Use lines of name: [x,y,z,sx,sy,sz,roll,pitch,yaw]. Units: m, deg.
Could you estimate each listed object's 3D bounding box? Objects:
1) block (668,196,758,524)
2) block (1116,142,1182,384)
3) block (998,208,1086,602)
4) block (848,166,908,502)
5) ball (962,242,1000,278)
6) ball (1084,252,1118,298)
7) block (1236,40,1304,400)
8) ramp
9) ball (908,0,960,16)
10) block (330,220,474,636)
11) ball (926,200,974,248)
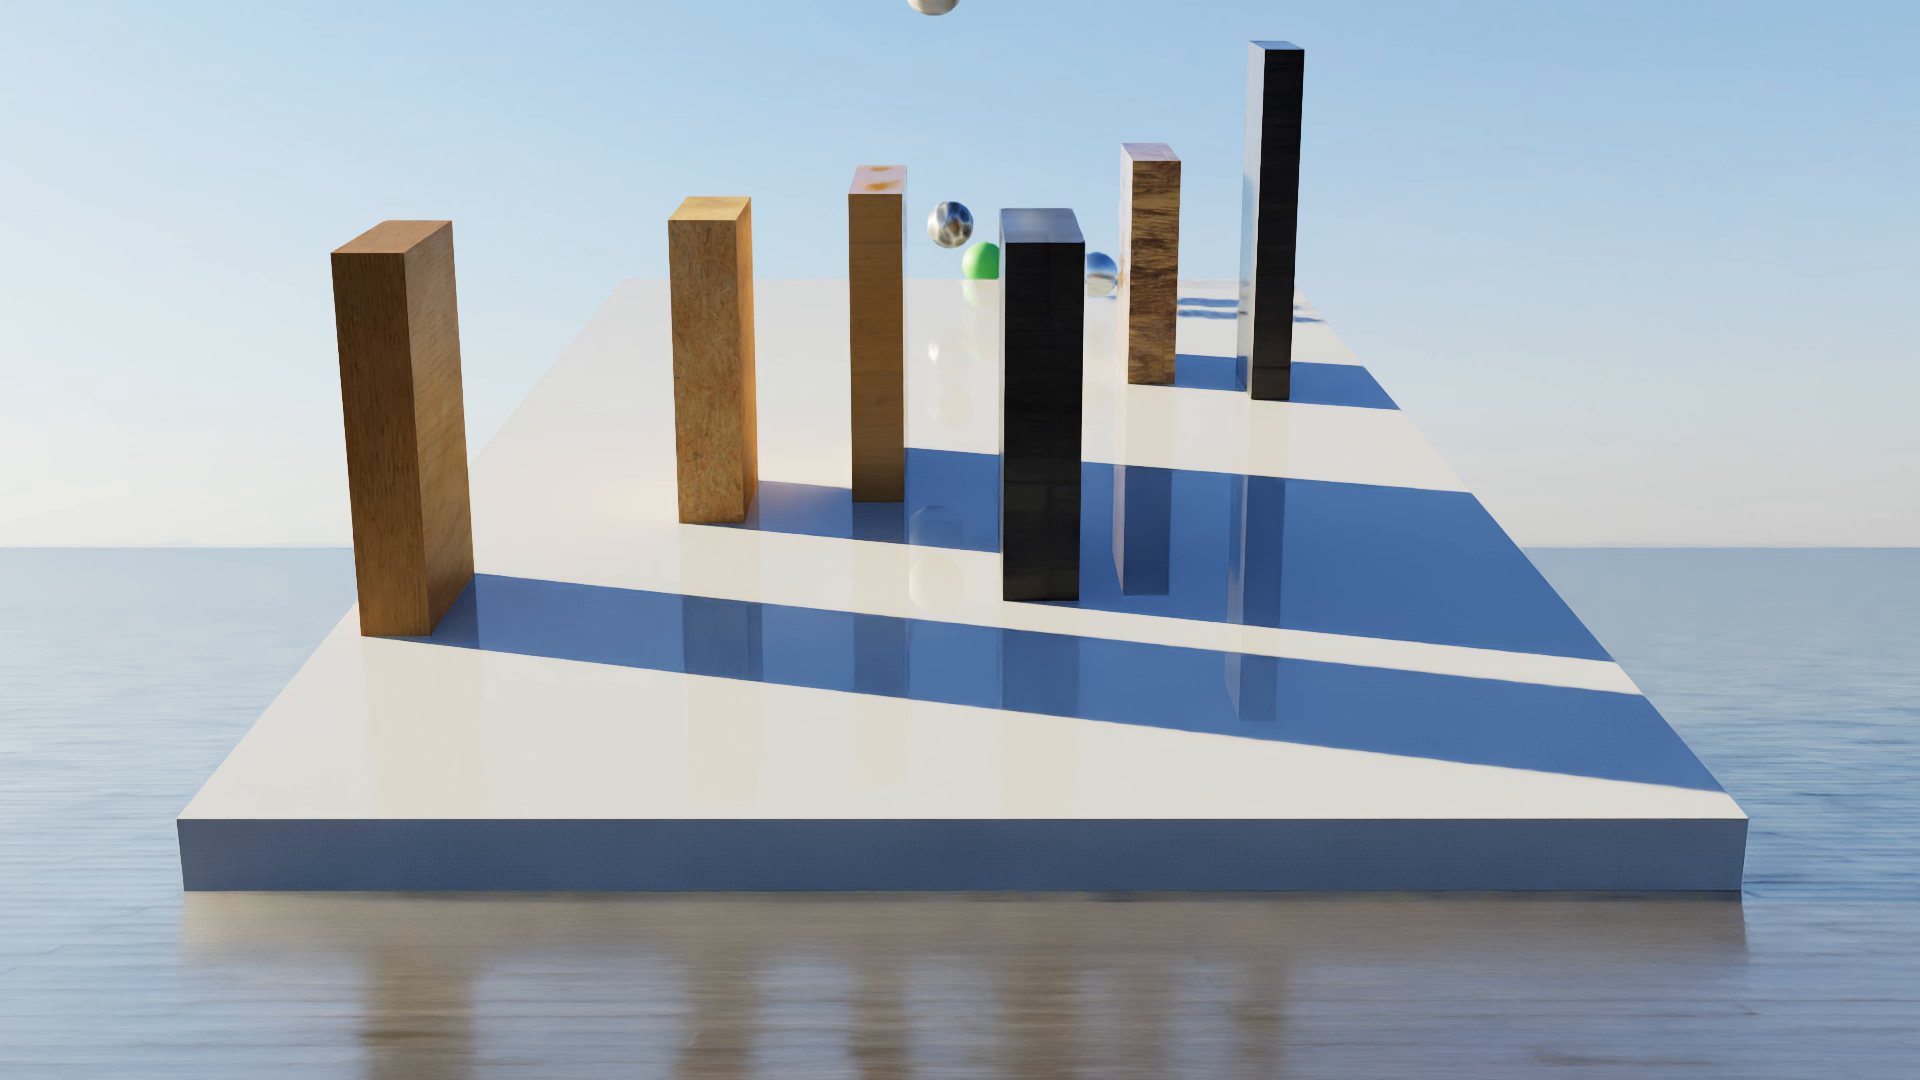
block: [-0.462,-0.345,4.182,0.121,0.563,0.312,0,17,0]
block: [0.453,-0.675,5.359,0.112,0.526,0.367,0,17,0]
block: [0.134,-0.240,3.772,0.126,0.596,0.389,0,17,0]
block: [-0.158,-0.417,4.377,0.100,0.591,0.432,0,17,0]
ball: [0.075,-0.832,6.702,0.138,0.138,0.138,0,0,0]
ball: [0.379,-0.740,6.174,0.126,0.126,0.126,0,0,0]
block: [0.714,-0.742,5.123,0.088,0.790,0.285,0,17,0]
ramp: [-0.002,-0.167,4.749,2.000,0.100,4.000,0,17,0]
ball: [-0.078,-1.654,6.584,0.188,0.188,0.188,0,0,0]
block: [-0.891,-0.187,3.571,0.110,0.608,0.336,0,17,0]
ball: [-0.028,-0.918,6.451,0.138,0.138,0.138,0,0,0]
